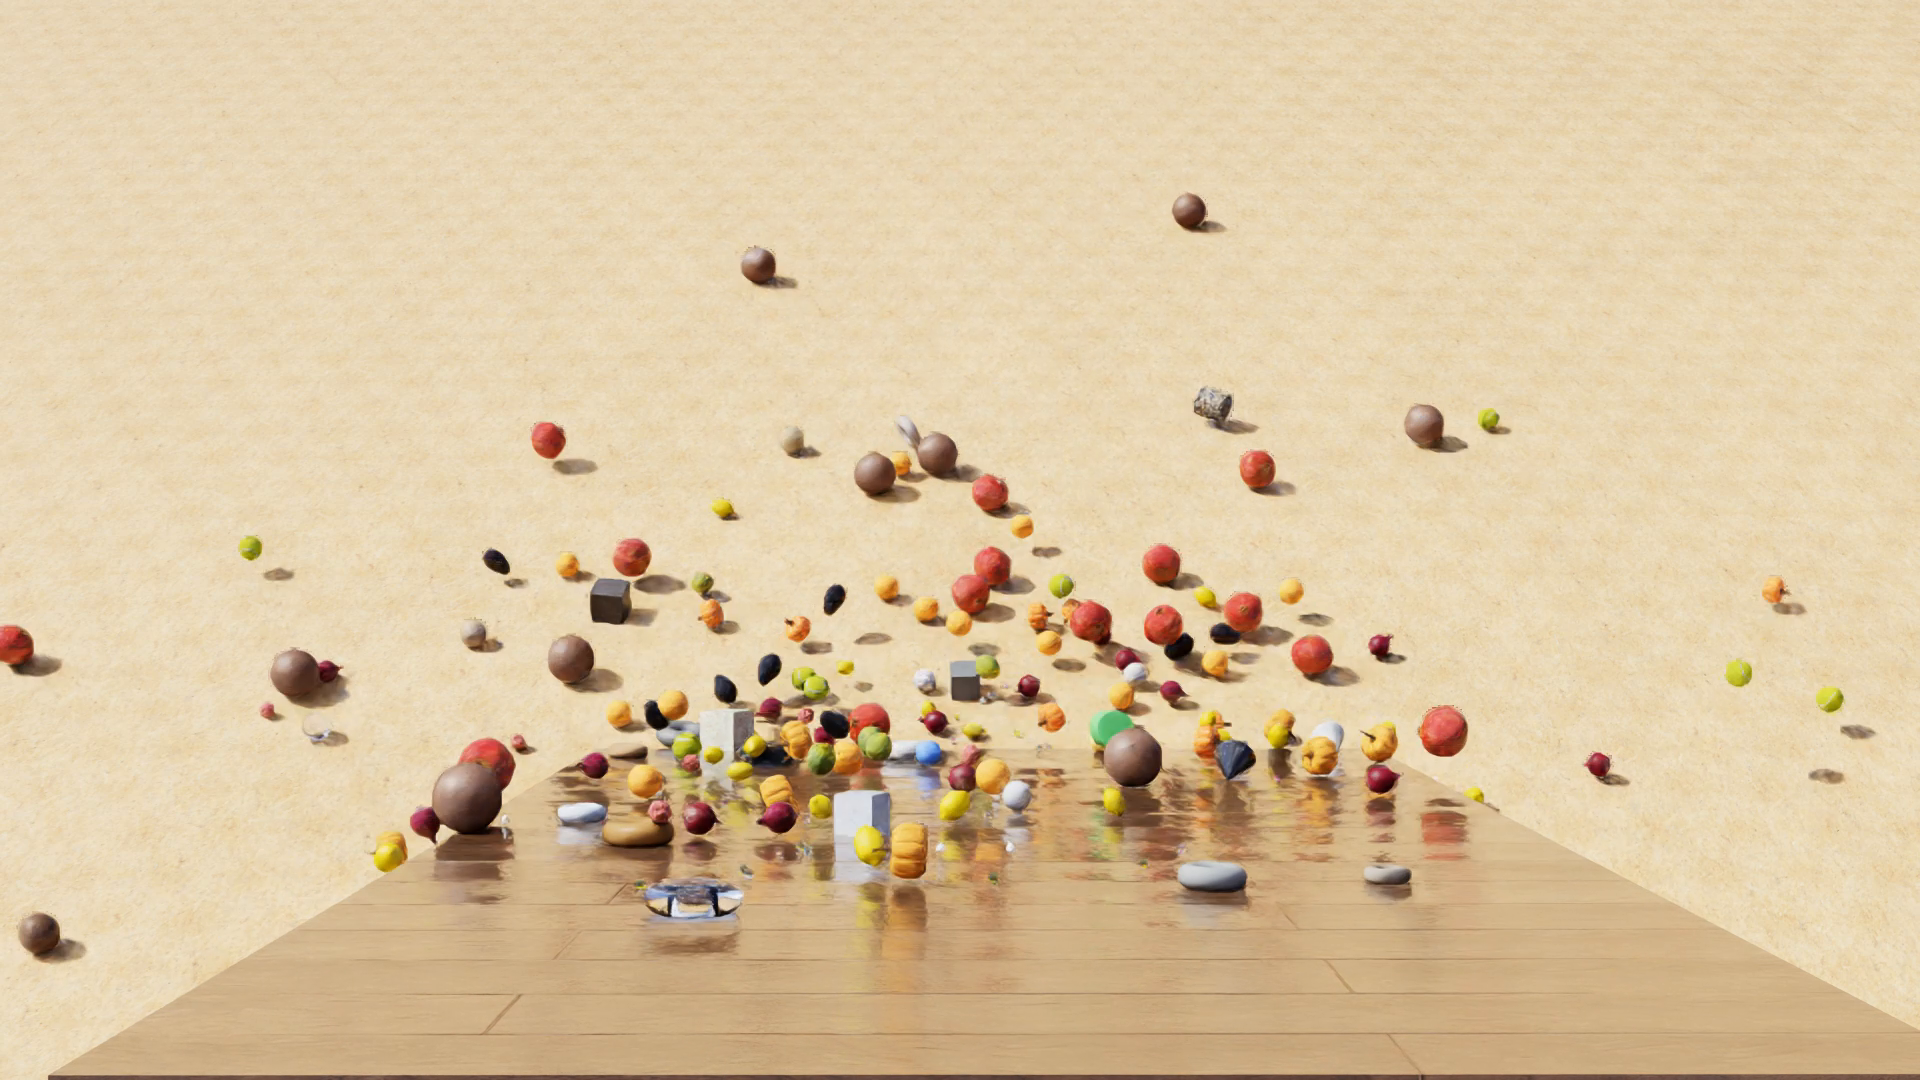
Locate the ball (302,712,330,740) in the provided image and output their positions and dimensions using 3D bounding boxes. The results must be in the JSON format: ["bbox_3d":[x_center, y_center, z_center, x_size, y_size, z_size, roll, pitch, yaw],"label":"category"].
[{"bbox_3d":[-1.698,0.492,6.822,0.075,0.075,0.075,0,30,0],"label":"ball"}]

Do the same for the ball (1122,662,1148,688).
[{"bbox_3d":[0.477,0.368,7.049,0.067,0.067,0.067,0,30,0],"label":"ball"}]

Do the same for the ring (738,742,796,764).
[{"bbox_3d":[-0.465,0.514,6.232,0.143,0.048,0.143,0,1,0],"label":"ring"}]

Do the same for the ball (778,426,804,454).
[{"bbox_3d":[-0.537,-0.319,8.243,0.084,0.084,0.084,0,30,0],"label":"ball"}]

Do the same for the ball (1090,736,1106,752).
[{"bbox_3d":[0.352,0.510,6.540,0.051,0.051,0.051,0,30,0],"label":"ball"}]

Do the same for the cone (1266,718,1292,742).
[{"bbox_3d":[0.834,0.482,6.796,0.067,0.067,0.067,-8,51,10],"label":"cone"}]

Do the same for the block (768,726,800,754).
[{"bbox_3d":[-0.442,0.503,6.493,0.068,0.068,0.068,0,0,-14],"label":"block"}]

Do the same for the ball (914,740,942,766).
[{"bbox_3d":[-0.076,0.506,6.157,0.062,0.062,0.062,0,30,0],"label":"ball"}]

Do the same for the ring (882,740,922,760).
[{"bbox_3d":[-0.129,0.515,6.333,0.131,0.044,0.131,1,0,0],"label":"ring"}]

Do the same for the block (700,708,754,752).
[{"bbox_3d":[-0.595,0.486,6.629,0.099,0.099,0.099,0,0,29],"label":"block"}]

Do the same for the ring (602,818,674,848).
[{"bbox_3d":[-0.574,0.521,4.609,0.130,0.043,0.130,-1,1,0],"label":"ring"}]

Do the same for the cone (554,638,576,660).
[{"bbox_3d":[-1.102,0.313,7.168,0.058,0.058,0.058,3,43,6],"label":"cone"}]

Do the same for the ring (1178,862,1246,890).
[{"bbox_3d":[0.394,0.525,4.037,0.109,0.036,0.109,1,1,0],"label":"ring"}]

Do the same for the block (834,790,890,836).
[{"bbox_3d":[-0.180,0.503,4.765,0.075,0.075,0.075,0,0,24],"label":"block"}]

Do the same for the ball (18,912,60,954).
[{"bbox_3d":[-2.153,0.919,6.047,0.095,0.095,0.095,0,30,0],"label":"ball"}]

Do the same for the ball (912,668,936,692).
[{"bbox_3d":[-0.097,0.381,7.030,0.063,0.063,0.063,0,30,0],"label":"ball"}]

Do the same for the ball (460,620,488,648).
[{"bbox_3d":[-1.360,0.261,7.228,0.078,0.078,0.078,0,30,0],"label":"ball"}]

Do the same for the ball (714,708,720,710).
[{"bbox_3d":[-0.640,0.476,6.866,0.059,0.059,0.059,0,30,0],"label":"ball"}]

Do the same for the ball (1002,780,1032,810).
[{"bbox_3d":[0.114,0.510,5.159,0.060,0.060,0.060,0,30,0],"label":"ball"}]

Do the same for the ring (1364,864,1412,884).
[{"bbox_3d":[0.679,0.530,4.102,0.075,0.025,0.075,0,1,0],"label":"ring"}]

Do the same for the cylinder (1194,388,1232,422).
[{"bbox_3d":[0.821,-0.440,8.396,0.093,0.093,0.093,19,35,24],"label":"cylinder"}]

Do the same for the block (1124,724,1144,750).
[{"bbox_3d":[0.432,0.505,6.659,0.061,0.061,0.061,0,0,29],"label":"block"}]

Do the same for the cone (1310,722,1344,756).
[{"bbox_3d":[0.931,0.516,6.465,0.090,0.090,0.090,-4,27,-7],"label":"cone"}]

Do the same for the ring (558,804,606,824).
[{"bbox_3d":[-0.727,0.525,4.973,0.094,0.031,0.094,-1,1,0],"label":"ring"}]

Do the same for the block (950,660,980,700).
[{"bbox_3d":[0.012,0.381,7.017,0.076,0.076,0.076,-3,30,-5],"label":"block"}]

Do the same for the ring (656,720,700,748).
[{"bbox_3d":[-0.726,0.512,6.791,0.145,0.048,0.145,6,12,-1],"label":"ring"}]

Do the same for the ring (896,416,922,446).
[{"bbox_3d":[-0.165,-0.347,8.268,0.037,0.112,0.112,-36,39,-10],"label":"ring"}]

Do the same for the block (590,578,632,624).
[{"bbox_3d":[-0.995,0.174,7.365,0.093,0.093,0.093,4,30,7],"label":"block"}]

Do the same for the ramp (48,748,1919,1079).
[{"bbox_3d":[0.066,0.591,4.644,2.000,0.100,4.000,0,0,0],"label":"ramp"}]

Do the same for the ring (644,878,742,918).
[{"bbox_3d":[-0.388,0.520,3.767,0.143,0.048,0.143,1,-1,0],"label":"ring"}]

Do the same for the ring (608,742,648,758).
[{"bbox_3d":[-0.823,0.521,6.408,0.098,0.033,0.098,1,-1,0],"label":"ring"}]
